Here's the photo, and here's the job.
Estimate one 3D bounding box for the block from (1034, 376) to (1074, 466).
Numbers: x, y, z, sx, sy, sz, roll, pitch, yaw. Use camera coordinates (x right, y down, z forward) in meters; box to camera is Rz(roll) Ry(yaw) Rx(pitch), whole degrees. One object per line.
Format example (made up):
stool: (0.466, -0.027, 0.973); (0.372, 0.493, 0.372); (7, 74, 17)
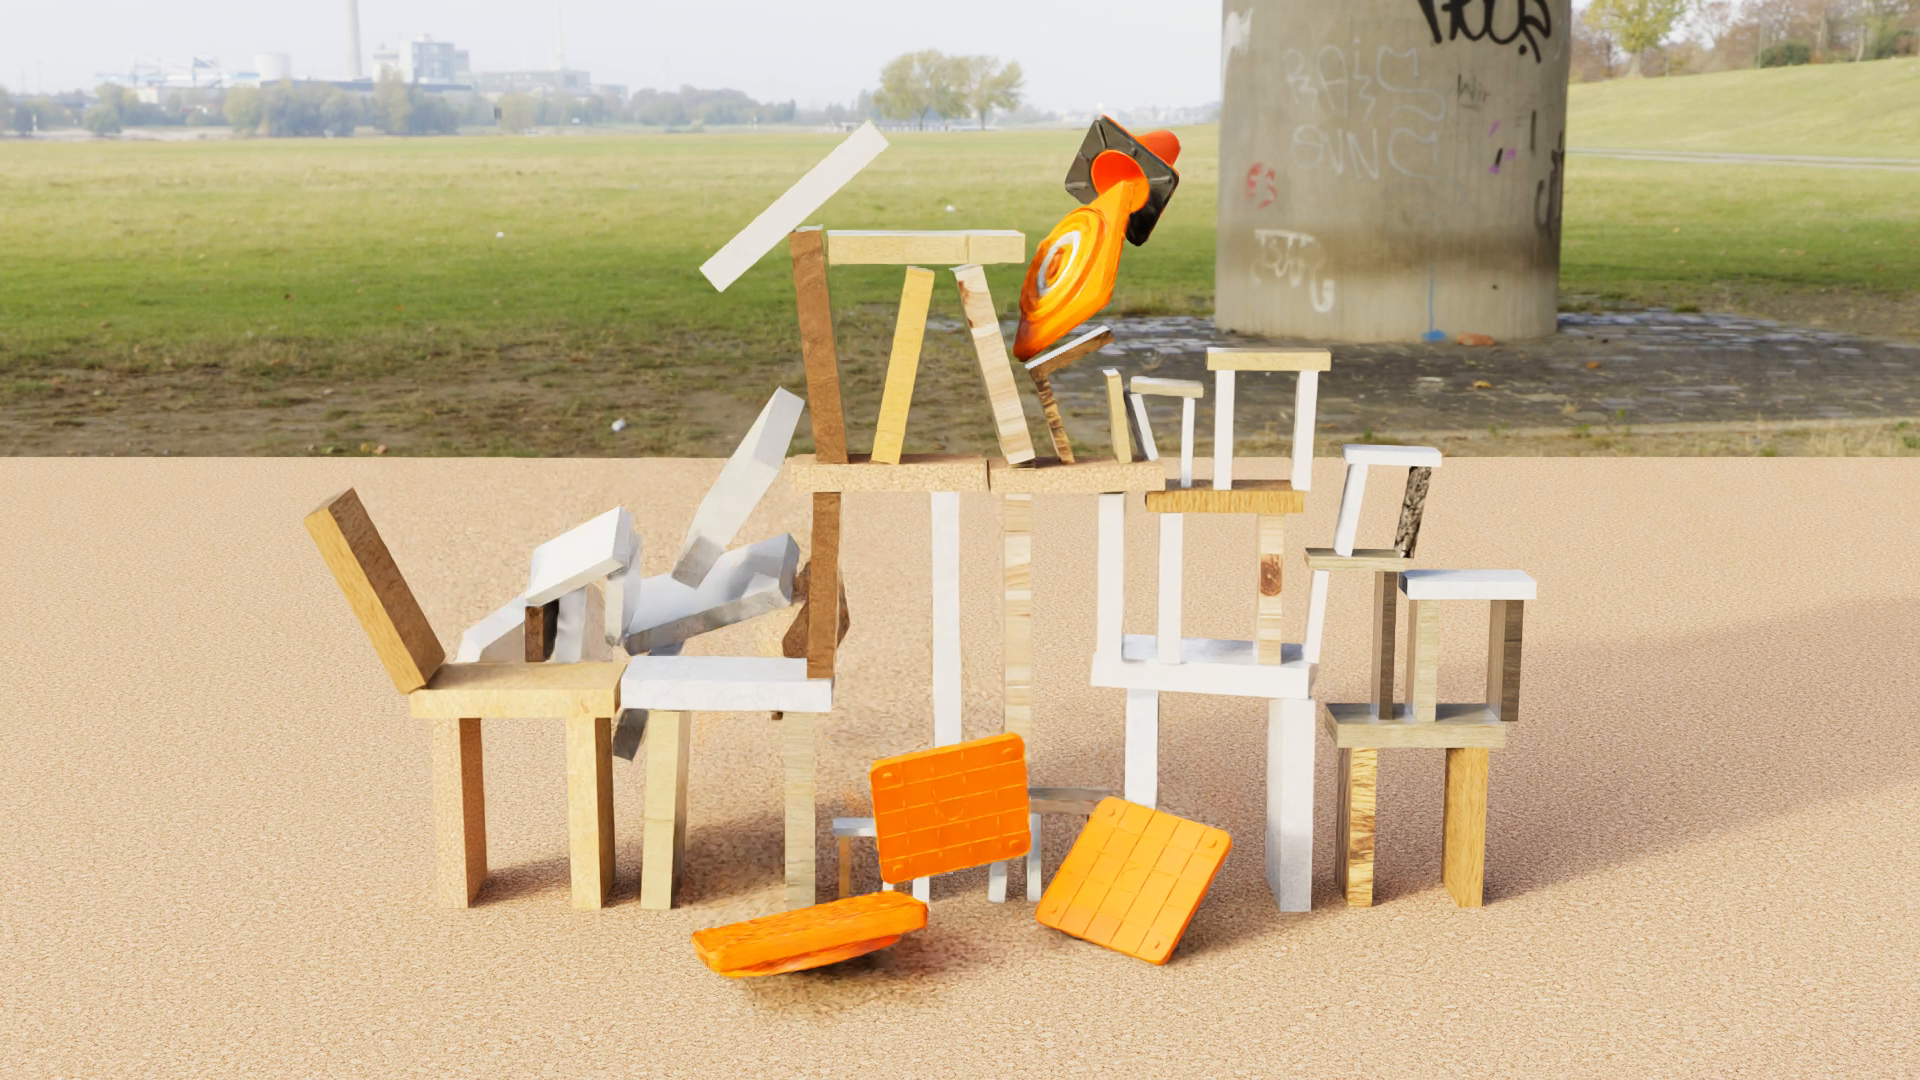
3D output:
block: (0.150, -0.196, 3.537); (0.020, 0.144, 0.072); (-19, 10, 1)

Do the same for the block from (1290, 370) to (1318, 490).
block: (0.554, -0.182, 3.538); (0.027, 0.192, 0.096); (3, 10, 6)

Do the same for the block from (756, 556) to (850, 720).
block: (-0.272, 0.163, 3.864); (0.045, 0.158, 0.316); (1, 29, 16)

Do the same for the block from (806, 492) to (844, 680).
block: (-0.219, 0.061, 3.578); (0.043, 0.302, 0.151); (3, 9, -1)

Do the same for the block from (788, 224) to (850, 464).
block: (-0.224, -0.315, 3.518); (0.049, 0.365, 0.175); (-6, 11, -1)

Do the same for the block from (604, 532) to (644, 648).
block: (-0.566, 0.084, 3.700); (0.029, 0.207, 0.103); (16, 56, 0)

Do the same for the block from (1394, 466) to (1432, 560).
block: (0.731, -0.050, 3.553); (0.021, 0.149, 0.075); (10, 11, 1)

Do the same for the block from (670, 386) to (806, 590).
block: (-0.375, -0.084, 3.694); (0.049, 0.349, 0.175); (28, 45, -12)

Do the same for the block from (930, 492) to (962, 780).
block: (-0.023, 0.144, 3.590); (0.043, 0.470, 0.151); (-1, 9, -2)

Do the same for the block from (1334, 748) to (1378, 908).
block: (0.656, 0.456, 3.647); (0.038, 0.271, 0.135); (0, 11, 0)

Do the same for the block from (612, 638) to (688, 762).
block: (-0.555, 0.272, 3.933); (0.045, 0.158, 0.316); (21, 11, -3)

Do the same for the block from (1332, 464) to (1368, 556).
block: (0.632, -0.054, 3.558); (0.021, 0.149, 0.075); (9, 11, 1)

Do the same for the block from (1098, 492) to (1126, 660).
block: (0.250, 0.046, 3.613); (0.039, 0.278, 0.139); (1, 8, 6)

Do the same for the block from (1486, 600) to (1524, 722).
block: (0.891, 0.186, 3.599); (0.029, 0.203, 0.101); (0, 11, 0)

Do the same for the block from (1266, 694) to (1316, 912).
block: (0.545, 0.416, 3.639); (0.050, 0.353, 0.176); (0, 11, 0)

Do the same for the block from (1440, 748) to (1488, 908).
block: (0.836, 0.456, 3.647); (0.038, 0.271, 0.135); (0, 11, 0)

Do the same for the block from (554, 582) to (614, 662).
block: (-0.658, 0.177, 3.869); (0.045, 0.160, 0.319); (2, -17, 0)

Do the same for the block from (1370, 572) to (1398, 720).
block: (0.692, 0.165, 3.590); (0.022, 0.247, 0.076); (0, 11, 0)

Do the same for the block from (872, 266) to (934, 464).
block: (-0.092, -0.282, 3.518); (0.043, 0.305, 0.153); (11, 8, -3)

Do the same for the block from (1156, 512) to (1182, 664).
block: (0.343, 0.066, 3.601); (0.035, 0.248, 0.124); (0, 11, 3)

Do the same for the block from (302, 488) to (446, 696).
block: (-0.942, 0.080, 3.550); (0.045, 0.319, 0.160); (-25, 12, 5)

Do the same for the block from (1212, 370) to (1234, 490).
block: (0.424, -0.183, 3.543); (0.027, 0.192, 0.096); (1, 11, 4)

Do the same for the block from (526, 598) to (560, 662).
block: (-0.711, 0.139, 3.784); (0.029, 0.103, 0.214); (2, 13, 0)

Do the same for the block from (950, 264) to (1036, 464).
block: (0.052, -0.285, 3.520); (0.043, 0.313, 0.153); (-16, 10, -1)

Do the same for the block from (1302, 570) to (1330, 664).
block: (0.580, 0.117, 3.588); (0.022, 0.153, 0.076); (6, 12, 4)

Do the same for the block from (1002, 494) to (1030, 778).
block: (0.092, 0.144, 3.598); (0.039, 0.465, 0.139); (0, 10, -1)

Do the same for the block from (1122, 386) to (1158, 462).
block: (0.290, -0.188, 3.554); (0.016, 0.114, 0.057); (-20, 19, -8)

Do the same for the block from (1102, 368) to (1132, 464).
block: (0.253, -0.199, 3.541); (0.020, 0.144, 0.072); (-8, 10, -1)

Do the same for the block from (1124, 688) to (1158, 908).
block: (0.302, 0.413, 3.655); (0.050, 0.353, 0.176); (1, 11, 5)

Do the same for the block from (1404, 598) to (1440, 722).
block: (0.756, 0.186, 3.599); (0.029, 0.203, 0.101); (0, 11, 0)

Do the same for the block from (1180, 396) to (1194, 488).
block: (0.367, -0.162, 3.549); (0.016, 0.148, 0.057); (2, 11, 4)

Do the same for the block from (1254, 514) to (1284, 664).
block: (0.504, 0.068, 3.591); (0.035, 0.248, 0.124); (1, 11, 4)
